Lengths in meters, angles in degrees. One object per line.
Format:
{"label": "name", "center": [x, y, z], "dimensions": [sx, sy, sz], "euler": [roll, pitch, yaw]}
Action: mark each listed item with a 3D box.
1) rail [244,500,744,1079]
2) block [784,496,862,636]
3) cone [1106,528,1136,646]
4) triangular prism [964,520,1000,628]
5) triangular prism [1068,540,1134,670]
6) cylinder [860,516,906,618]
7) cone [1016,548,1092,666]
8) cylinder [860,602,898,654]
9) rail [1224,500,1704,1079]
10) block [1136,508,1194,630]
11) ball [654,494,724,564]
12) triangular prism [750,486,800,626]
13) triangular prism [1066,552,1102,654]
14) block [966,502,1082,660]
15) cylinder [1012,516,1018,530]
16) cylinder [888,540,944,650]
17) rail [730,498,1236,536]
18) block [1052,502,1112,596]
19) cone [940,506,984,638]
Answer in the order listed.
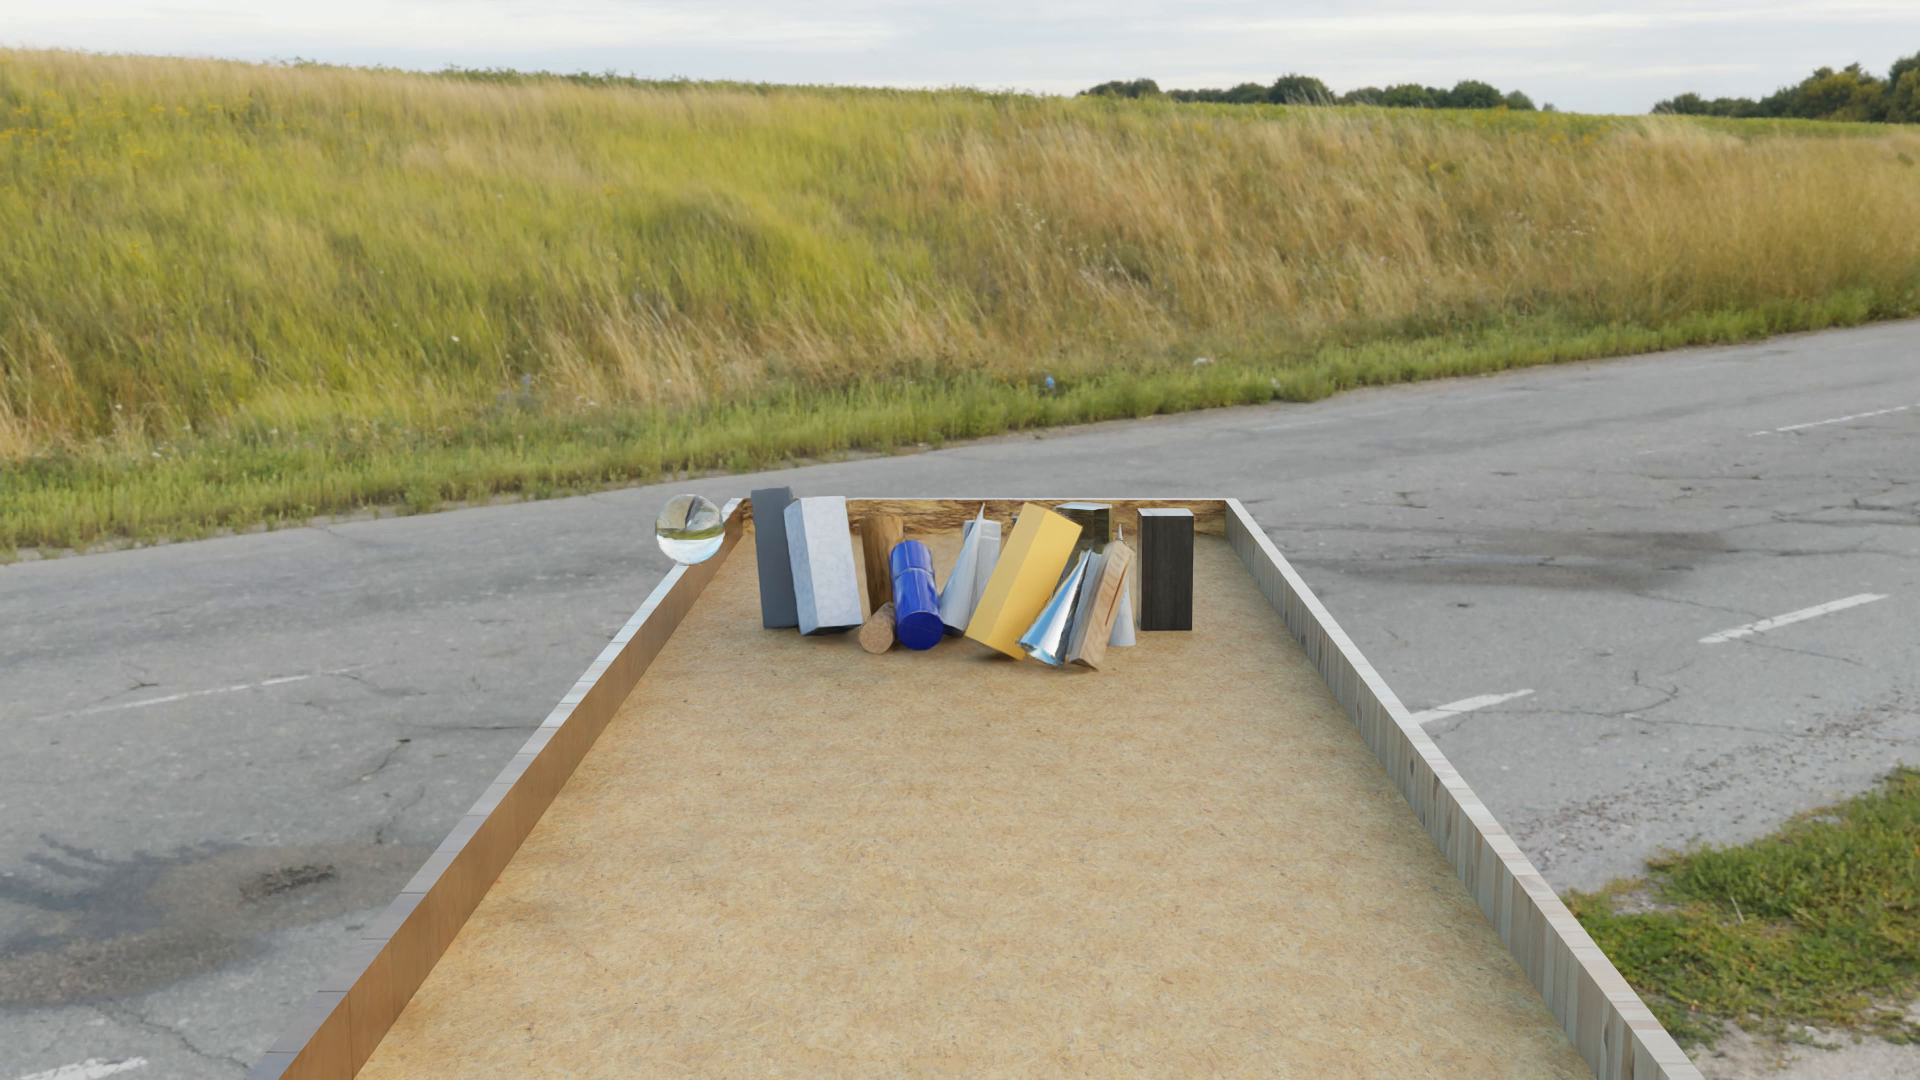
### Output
{"label": "rail", "center": [-1.004, 0.839, 3.234], "dimensions": [0.050, 0.150, 12.000], "euler": [0, 9, 1]}
{"label": "block", "center": [-0.440, 0.084, 7.042], "dimensions": [0.152, 0.420, 0.152], "euler": [-3, -12, -27]}
{"label": "cone", "center": [0.502, 0.134, 6.925], "dimensions": [0.109, 0.387, 0.109], "euler": [0, 9, 0]}
{"label": "triangular prism", "center": [0.064, 0.109, 7.195], "dimensions": [0.118, 0.348, 0.102], "euler": [3, 6, 0]}
{"label": "triangular prism", "center": [0.412, 0.193, 6.605], "dimensions": [0.083, 0.383, 0.096], "euler": [2, -23, 44]}
{"label": "cylinder", "center": [-0.242, 0.095, 7.282], "dimensions": [0.141, 0.324, 0.141], "euler": [-7, -11, -1]}
{"label": "cone", "center": [0.320, 0.178, 6.624], "dimensions": [0.156, 0.374, 0.156], "euler": [25, -14, 7]}
{"label": "cylinder", "center": [-0.237, 0.275, 6.947], "dimensions": [0.103, 0.103, 0.336], "euler": [1, 9, 7]}
{"label": "rail", "center": [1.046, 0.843, 3.208], "dimensions": [0.050, 0.150, 12.000], "euler": [0, 9, 1]}
{"label": "block", "center": [0.670, 0.095, 7.201], "dimensions": [0.167, 0.378, 0.167], "euler": [0, 9, -1]}
{"label": "ball", "center": [-0.856, -0.033, 6.967], "dimensions": [0.221, 0.221, 0.221], "euler": [0, 9, 0]}
{"label": "triangular prism", "center": [-0.567, 0.052, 7.224], "dimensions": [0.153, 0.449, 0.132], "euler": [-5, 1, 27]}
{"label": "triangular prism", "center": [0.390, 0.200, 6.714], "dimensions": [0.093, 0.316, 0.080], "euler": [9, -5, 5]}
{"label": "block", "center": [0.194, 0.125, 6.726], "dimensions": [0.139, 0.449, 0.139], "euler": [26, -3, -29]}
{"label": "cylinder", "center": [0.223, 0.126, 6.937], "dimensions": [0.114, 0.399, 0.114], "euler": [0, 9, 0]}
{"label": "cylinder", "center": [-0.142, 0.172, 6.997], "dimensions": [0.142, 0.142, 0.445], "euler": [-1, 29, -6]}
{"label": "rail", "center": [0.099, -0.098, 9.147], "dimensions": [2.100, 0.150, 0.050], "euler": [0, 9, 1]}
{"label": "block", "center": [0.398, 0.089, 7.158], "dimensions": [0.145, 0.404, 0.145], "euler": [5, 10, 28]}
{"label": "cone", "center": [0.019, 0.080, 7.064], "dimensions": [0.128, 0.449, 0.128], "euler": [15, -17, 5]}
